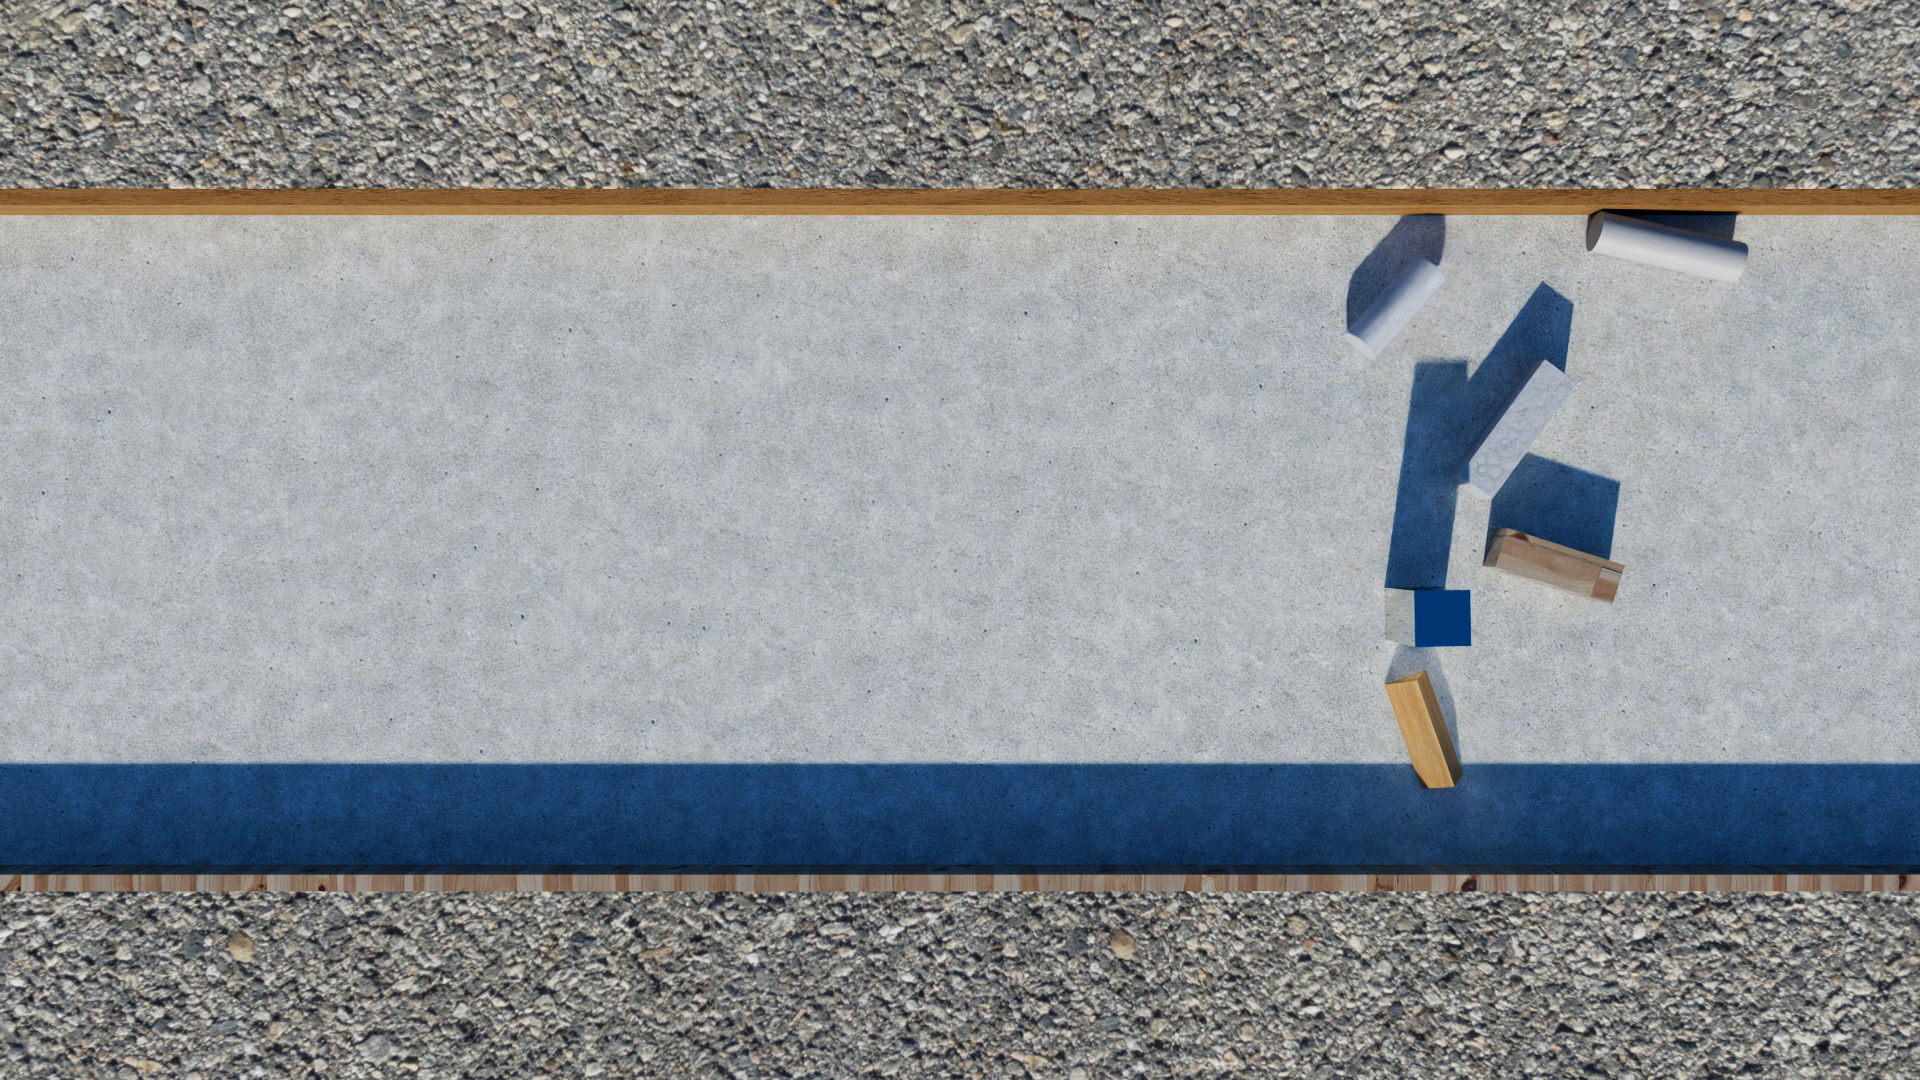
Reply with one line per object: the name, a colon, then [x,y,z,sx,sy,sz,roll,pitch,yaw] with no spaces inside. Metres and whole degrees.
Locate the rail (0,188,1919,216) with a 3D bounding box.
rail: [-2.247,-1.025,5.002,12.000,0.150,0.050,0,90,0]

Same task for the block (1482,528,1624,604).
block: [1.803,0.078,5.015,0.370,0.122,0.122,18,90,0]

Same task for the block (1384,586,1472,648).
block: [1.389,0.226,4.910,0.162,0.332,0.162,-1,90,0]

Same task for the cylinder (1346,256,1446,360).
cylinder: [1.323,-0.706,5.015,0.121,0.121,0.315,42,90,0]

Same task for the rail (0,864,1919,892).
rail: [-2.247,1.025,5.001,12.000,0.150,0.050,0,90,0]

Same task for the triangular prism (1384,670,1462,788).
triangular prism: [1.426,0.582,5.016,0.133,0.115,0.338,-19,90,0]

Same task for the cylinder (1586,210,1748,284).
cylinder: [2.147,-0.891,5.014,0.445,0.125,0.125,13,90,0]

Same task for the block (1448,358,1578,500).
block: [1.678,-0.334,5.016,0.122,0.122,0.433,36,90,0]
